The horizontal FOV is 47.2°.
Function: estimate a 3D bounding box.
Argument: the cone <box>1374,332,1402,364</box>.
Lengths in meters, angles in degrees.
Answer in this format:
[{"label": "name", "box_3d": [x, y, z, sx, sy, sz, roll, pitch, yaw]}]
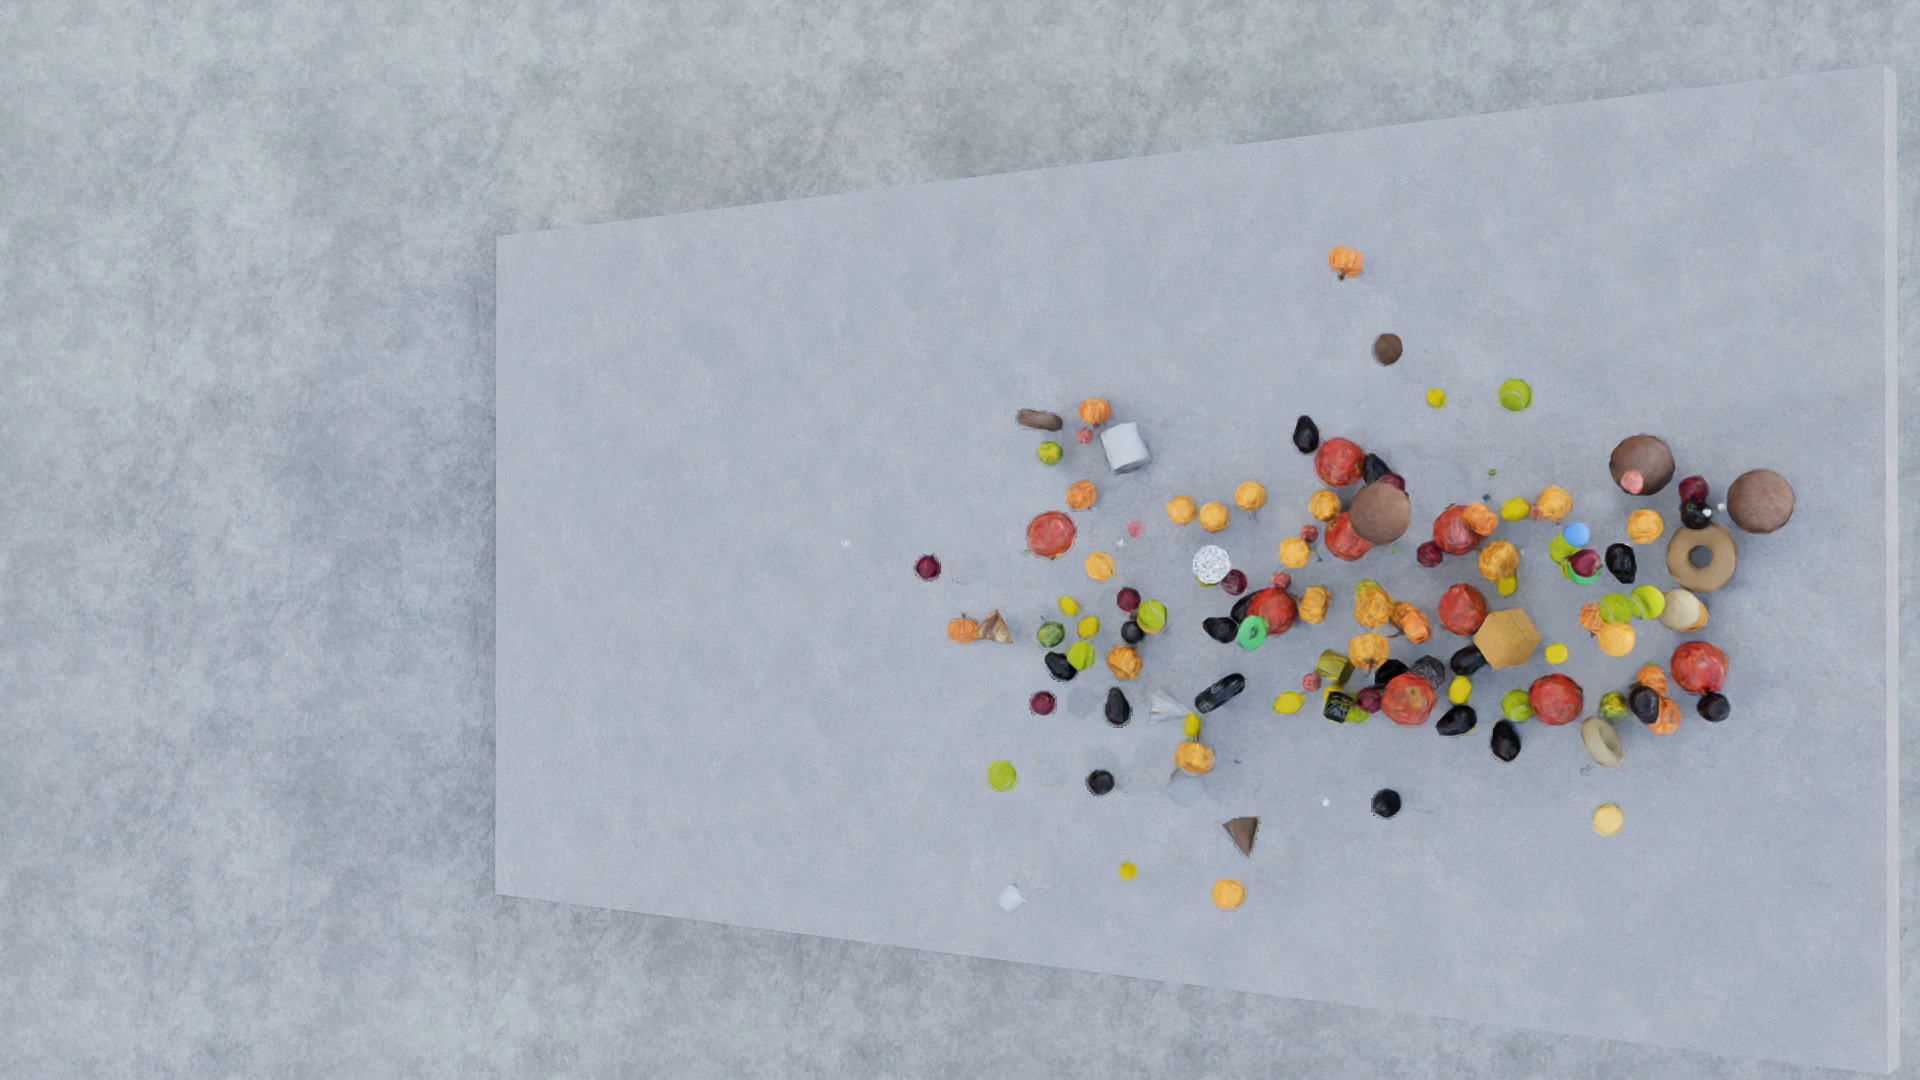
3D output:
[{"label": "cone", "box_3d": [0.947, -0.433, 4.948, 0.072, 0.072, 0.072, 0, 89, 36]}]

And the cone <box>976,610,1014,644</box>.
[{"label": "cone", "box_3d": [0.102, 0.236, 5.524, 0.088, 0.088, 0.088, 37, 90, 16]}]

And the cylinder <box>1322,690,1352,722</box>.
[{"label": "cylinder", "box_3d": [0.844, 0.373, 4.919, 0.053, 0.053, 0.053, 24, 72, 0]}]

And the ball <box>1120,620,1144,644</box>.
[{"label": "ball", "box_3d": [0.417, 0.224, 5.336, 0.056, 0.056, 0.056, 0, 90, 0]}]

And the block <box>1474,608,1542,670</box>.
[{"label": "block", "box_3d": [1.178, 0.213, 4.738, 0.087, 0.087, 0.087, -7, 49, -26]}]

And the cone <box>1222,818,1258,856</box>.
[{"label": "cone", "box_3d": [0.661, 0.698, 5.112, 0.086, 0.086, 0.086, -10, 71, 0]}]

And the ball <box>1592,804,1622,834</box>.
[{"label": "ball", "box_3d": [1.368, 0.588, 4.644, 0.062, 0.062, 0.062, 0, 90, 0]}]

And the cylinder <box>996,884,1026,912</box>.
[{"label": "cylinder", "box_3d": [0.128, 0.898, 5.518, 0.053, 0.053, 0.053, -36, 90, 9]}]

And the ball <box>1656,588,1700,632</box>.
[{"label": "ball", "box_3d": [1.444, 0.140, 4.417, 0.085, 0.085, 0.085, 0, 90, 0]}]

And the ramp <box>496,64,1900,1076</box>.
[{"label": "ramp", "box_3d": [0.239, 0.067, 5.562, 4.000, 0.100, 2.000, 0, 89, 36]}]

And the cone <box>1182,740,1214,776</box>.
[{"label": "cone", "box_3d": [0.555, 0.503, 5.244, 0.082, 0.082, 0.082, -8, 131, -9]}]

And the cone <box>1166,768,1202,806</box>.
[{"label": "cone", "box_3d": [0.515, 0.590, 5.240, 0.092, 0.092, 0.092, 0, 89, 36]}]

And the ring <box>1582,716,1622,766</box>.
[{"label": "ring", "box_3d": [1.350, 0.424, 4.623, 0.038, 0.114, 0.114, -35, 90, 36]}]

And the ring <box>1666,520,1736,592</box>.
[{"label": "ring", "box_3d": [1.529, 0.034, 4.534, 0.149, 0.050, 0.149, -1, 88, 43]}]

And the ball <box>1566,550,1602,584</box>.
[{"label": "ball", "box_3d": [1.288, 0.057, 4.539, 0.070, 0.070, 0.070, 0, 90, 0]}]

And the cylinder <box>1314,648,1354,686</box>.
[{"label": "cylinder", "box_3d": [0.855, 0.290, 5.015, 0.064, 0.064, 0.064, 33, 90, 38]}]

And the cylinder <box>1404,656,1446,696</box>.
[{"label": "cylinder", "box_3d": [1.029, 0.301, 4.863, 0.074, 0.074, 0.074, 5, 101, 24]}]

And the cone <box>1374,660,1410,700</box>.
[{"label": "cone", "box_3d": [0.950, 0.315, 4.926, 0.094, 0.094, 0.094, -1, 88, 37]}]

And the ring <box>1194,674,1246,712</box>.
[{"label": "ring", "box_3d": [0.607, 0.358, 5.139, 0.133, 0.133, 0.044, -33, 88, 0]}]

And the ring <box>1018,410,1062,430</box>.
[{"label": "ring", "box_3d": [0.198, -0.296, 5.441, 0.113, 0.113, 0.038, 10, 88, 0]}]

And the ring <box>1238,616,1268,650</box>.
[{"label": "ring", "box_3d": [0.666, 0.211, 5.007, 0.083, 0.028, 0.083, -12, 111, -35]}]

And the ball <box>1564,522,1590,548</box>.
[{"label": "ball", "box_3d": [1.252, -0.011, 4.464, 0.052, 0.052, 0.052, 0, 90, 0]}]

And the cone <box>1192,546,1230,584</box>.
[{"label": "cone", "box_3d": [0.592, 0.061, 5.094, 0.088, 0.088, 0.088, -3, 83, 20]}]
